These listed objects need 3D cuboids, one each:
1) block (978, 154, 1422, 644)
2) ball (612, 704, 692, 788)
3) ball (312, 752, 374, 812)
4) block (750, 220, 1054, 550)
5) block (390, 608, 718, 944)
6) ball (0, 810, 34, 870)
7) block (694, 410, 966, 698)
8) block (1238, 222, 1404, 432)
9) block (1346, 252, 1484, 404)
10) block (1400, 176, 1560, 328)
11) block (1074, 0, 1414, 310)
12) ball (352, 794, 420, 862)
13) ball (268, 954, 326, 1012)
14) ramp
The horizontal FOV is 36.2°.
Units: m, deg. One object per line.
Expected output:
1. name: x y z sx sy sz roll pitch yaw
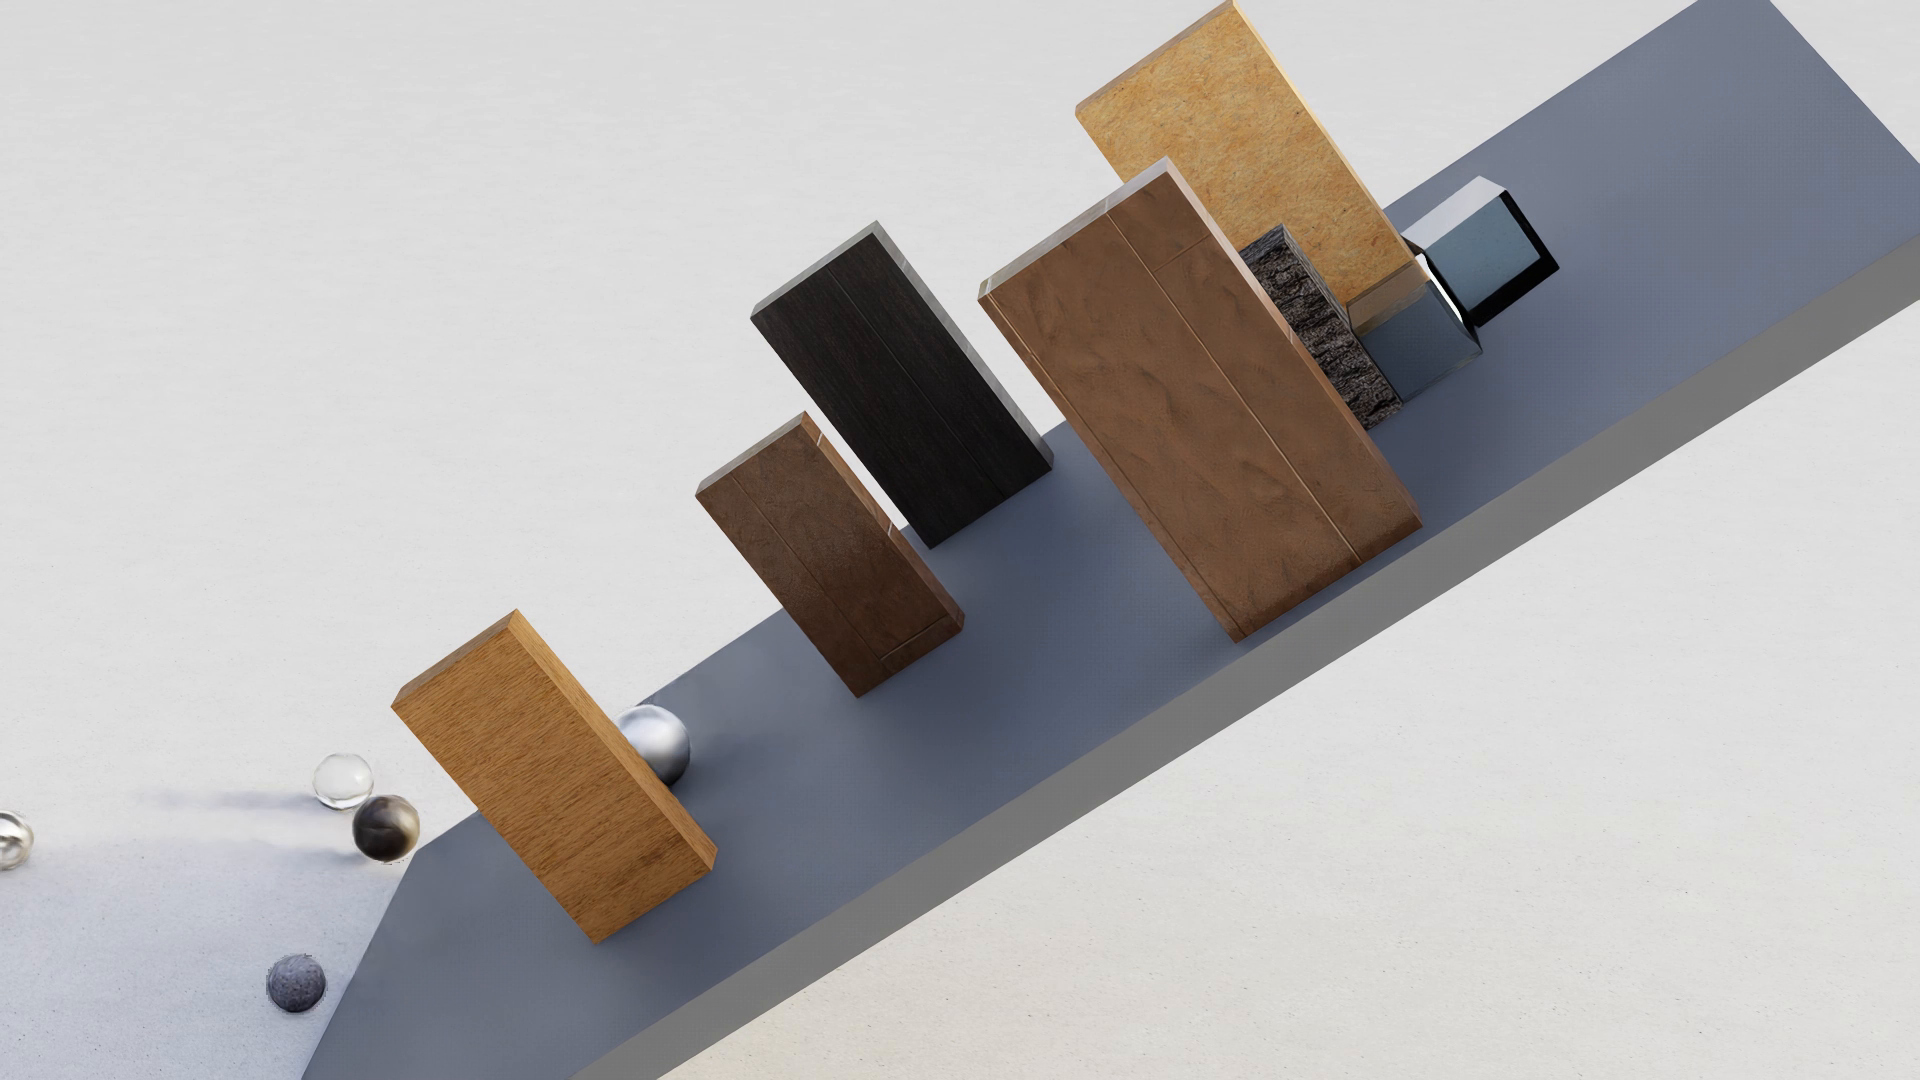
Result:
1. block: 0.426 -0.238 5.176 0.399 0.788 0.105 -33 16 16
2. ball: -0.721 0.481 6.768 0.204 0.204 0.204 0 22 0
3. ball: -1.707 0.669 8.142 0.166 0.166 0.166 0 22 0
4. block: -0.132 -0.360 6.923 0.360 0.707 0.106 -33 16 16
5. block: -0.837 0.496 6.104 0.314 0.672 0.097 -33 16 16
6. ball: -2.551 0.798 7.827 0.163 0.163 0.163 0 22 0
7. block: -0.278 0.035 6.355 0.287 0.579 0.087 -33 16 16
8. block: 0.640 -0.368 5.782 0.270 0.412 0.134 -33 16 16
9. block: 0.892 -0.418 5.790 0.184 0.184 0.184 -33 16 15
10. block: 1.041 -0.580 5.899 0.197 0.197 0.197 -37 15 4
11. block: 0.624 -0.756 6.352 0.408 0.719 0.093 -33 16 16
12. ball: -1.528 0.766 7.834 0.181 0.181 0.181 0 22 0
13. ball: -1.617 1.082 7.170 0.139 0.139 0.139 0 22 0
14. ramp: 0.132 0.176 6.314 4.000 0.100 2.000 -33 16 16
